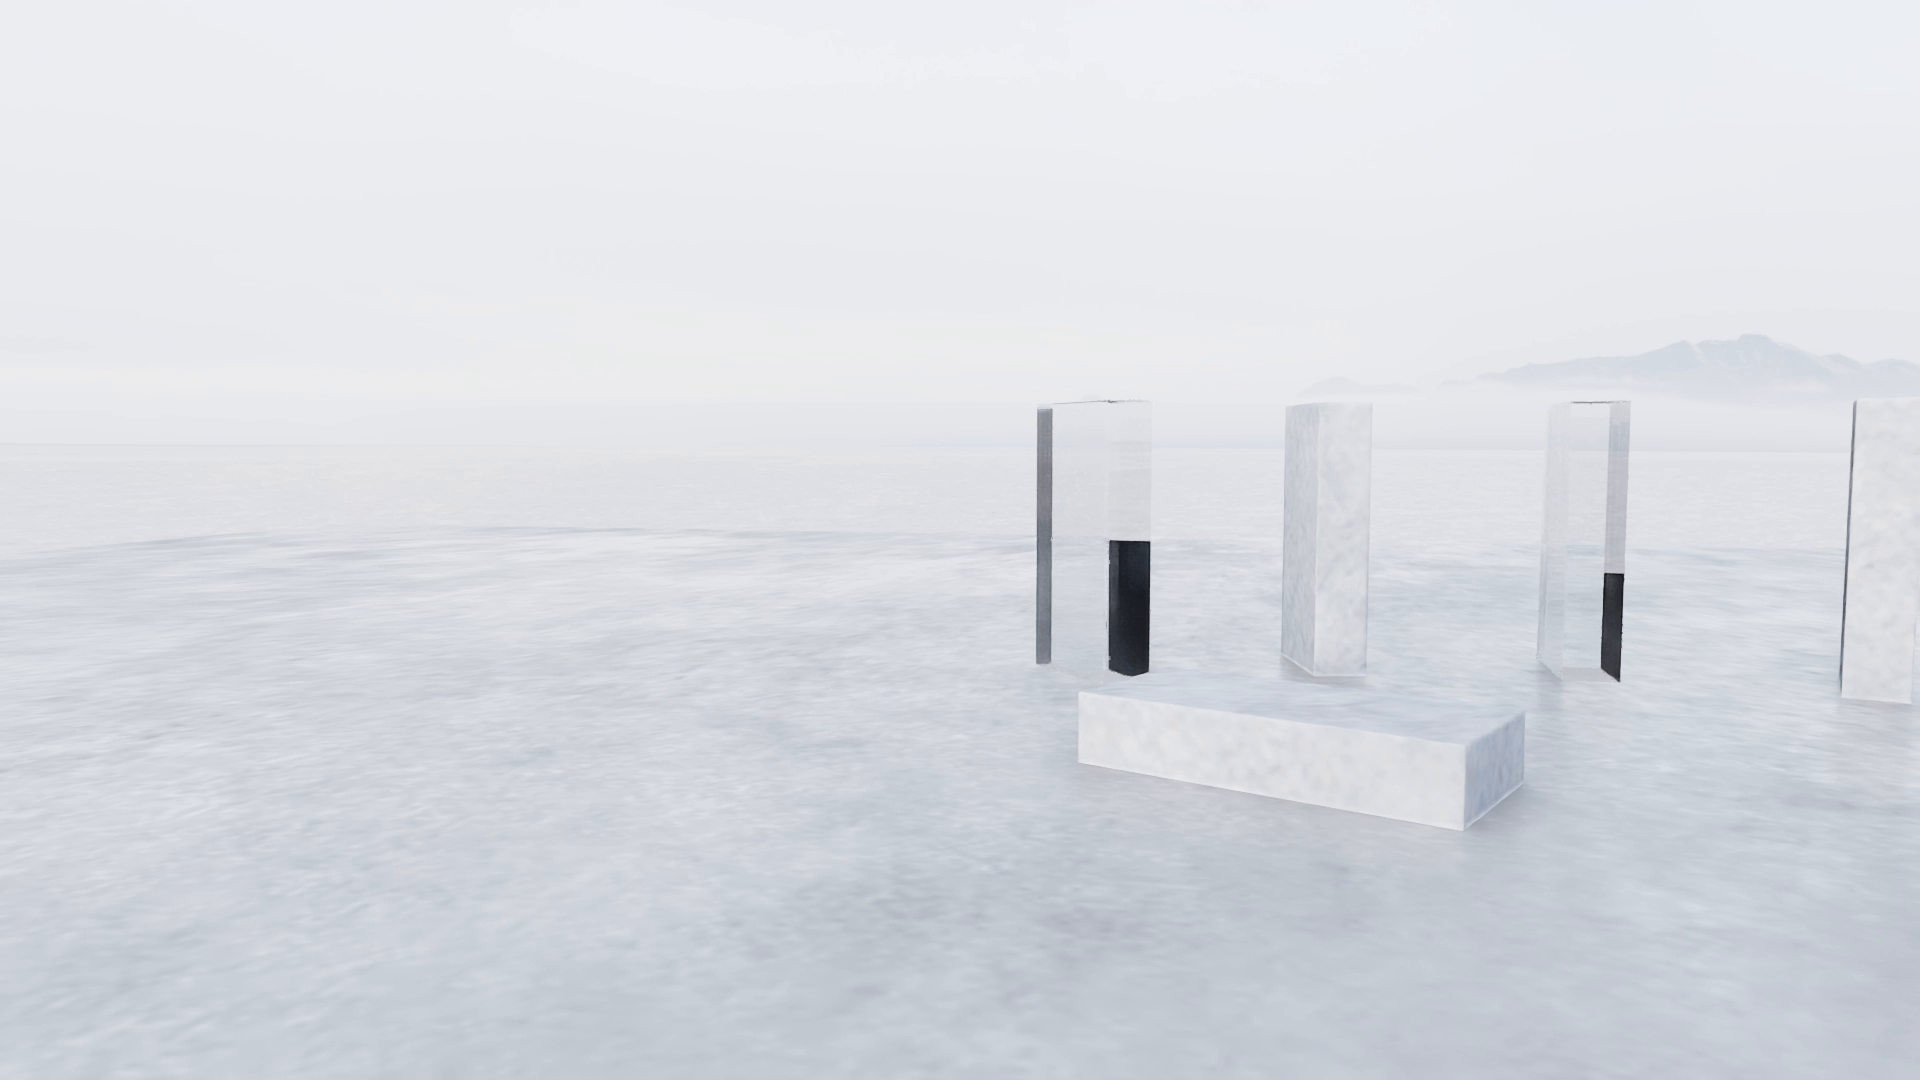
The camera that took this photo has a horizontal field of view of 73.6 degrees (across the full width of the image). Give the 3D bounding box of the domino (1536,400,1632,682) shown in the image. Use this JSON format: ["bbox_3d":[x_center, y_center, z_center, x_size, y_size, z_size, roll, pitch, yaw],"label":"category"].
[{"bbox_3d":[0.116,0.000,0.240,0.010,0.050,0.025,1,4,14],"label":"domino"}]

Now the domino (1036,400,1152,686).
[{"bbox_3d":[0.024,0.000,0.237,0.010,0.050,0.025,-2,5,-25],"label":"domino"}]

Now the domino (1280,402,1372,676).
[{"bbox_3d":[0.070,-0.001,0.246,0.009,0.050,0.025,0,4,0],"label":"domino"}]

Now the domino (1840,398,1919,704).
[{"bbox_3d":[0.159,0.001,0.221,0.010,0.050,0.025,3,5,33],"label":"domino"}]

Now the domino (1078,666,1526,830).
[{"bbox_3d":[0.043,0.025,0.166,0.050,0.009,0.025,3,5,38],"label":"domino"}]
